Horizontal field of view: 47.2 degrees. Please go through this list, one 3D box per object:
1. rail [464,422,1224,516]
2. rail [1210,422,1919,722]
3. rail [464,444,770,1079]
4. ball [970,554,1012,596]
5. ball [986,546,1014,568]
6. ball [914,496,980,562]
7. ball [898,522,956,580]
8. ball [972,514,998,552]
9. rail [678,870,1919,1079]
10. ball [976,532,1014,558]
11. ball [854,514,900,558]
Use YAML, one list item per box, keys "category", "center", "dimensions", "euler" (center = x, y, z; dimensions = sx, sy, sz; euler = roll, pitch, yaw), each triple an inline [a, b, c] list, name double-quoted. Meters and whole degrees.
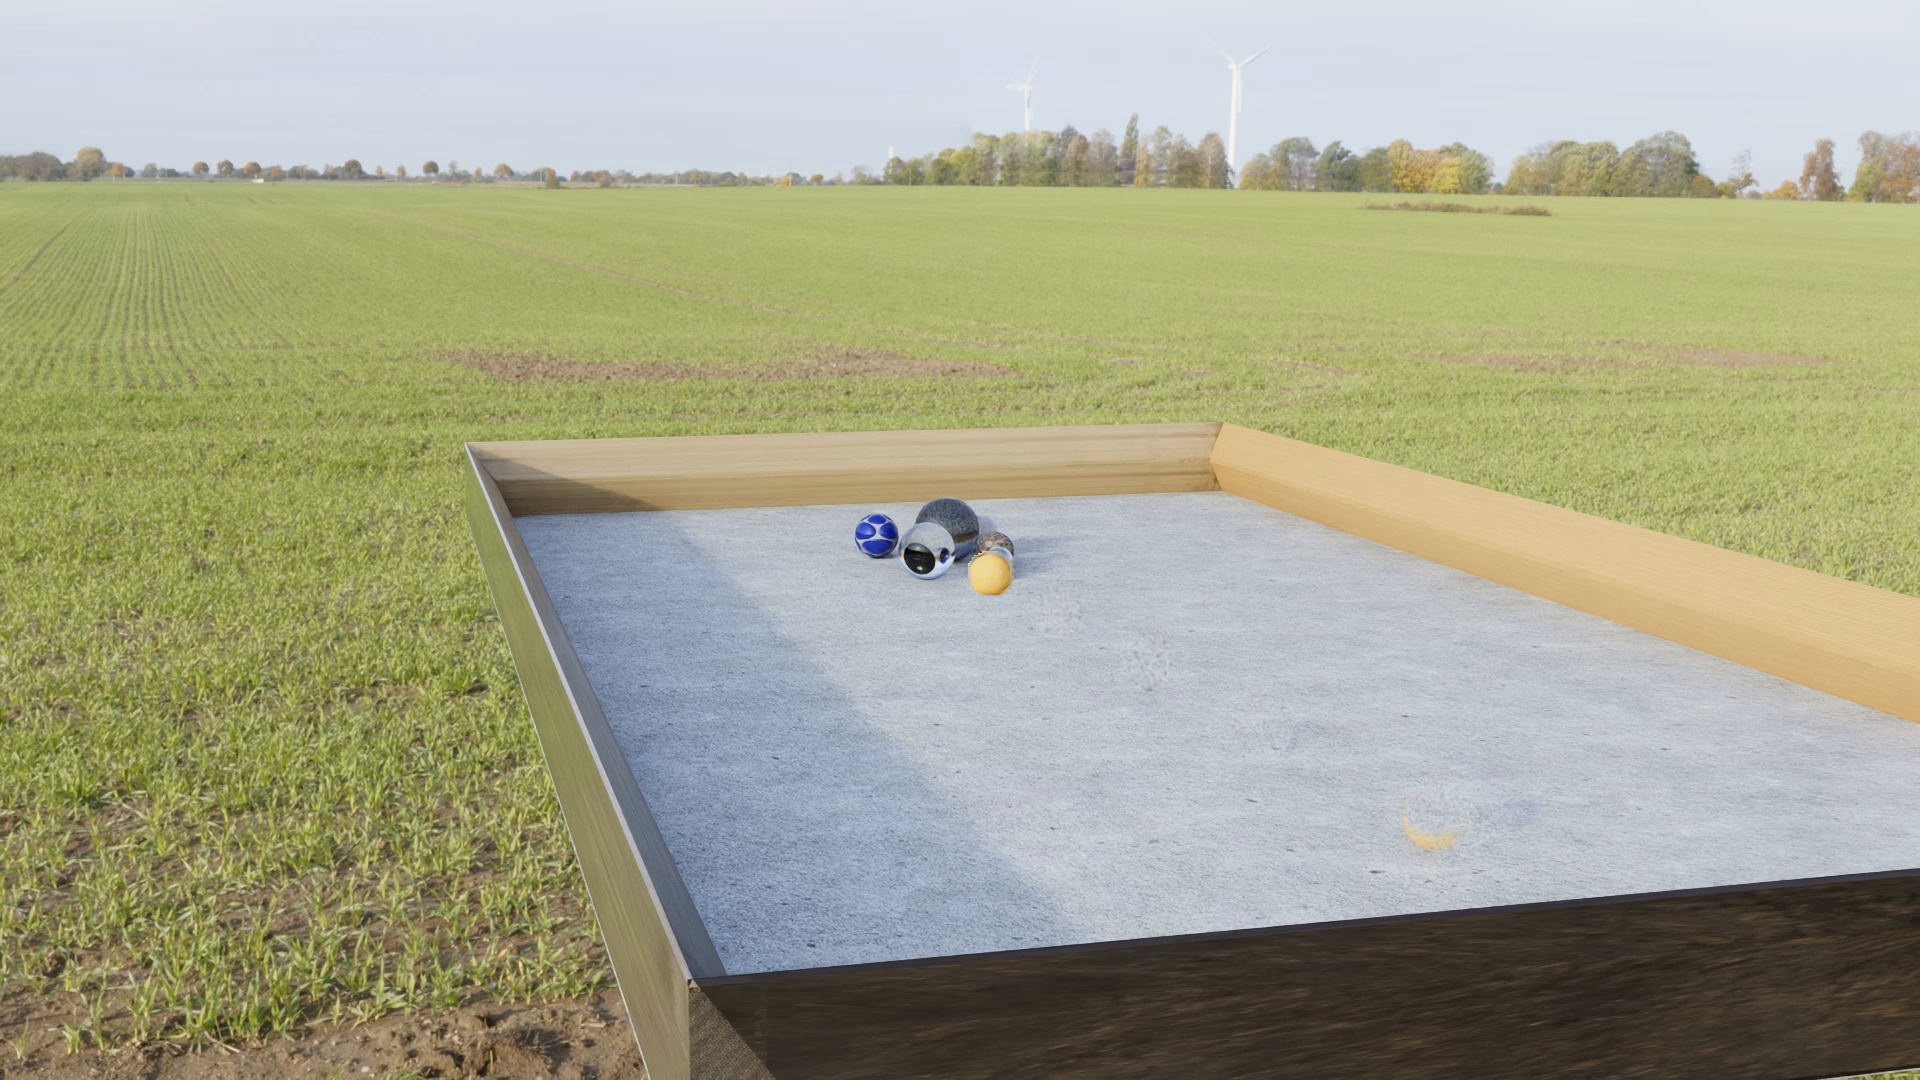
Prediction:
- category: "rail"
  center: [-0.167, -0.124, 3.847]
  dimensions: [1.364, 0.125, 0.045]
  euler: [-2, 9, -15]
- category: "rail"
  center: [0.809, 0.042, 2.761]
  dimensions: [0.045, 0.125, 2.674]
  euler: [-2, 9, -15]
- category: "rail"
  center: [-0.463, 0.094, 2.424]
  dimensions: [0.045, 0.125, 2.674]
  euler: [-2, 9, -15]
- category: "ball"
  center: [0.041, 0.047, 2.959]
  dimensions: [0.057, 0.057, 0.057]
  euler: [0, 9, 0]
- category: "ball"
  center: [0.053, 0.032, 3.099]
  dimensions: [0.045, 0.045, 0.045]
  euler: [0, 9, 0]
- category: "ball"
  center: [-0.019, -0.015, 3.237]
  dimensions: [0.096, 0.096, 0.096]
  euler: [0, 9, 0]
- category: "ball"
  center: [-0.046, 0.015, 3.091]
  dimensions: [0.081, 0.081, 0.081]
  euler: [0, 9, 0]
- category: "ball"
  center: [0.030, -0.010, 3.333]
  dimensions: [0.057, 0.057, 0.057]
  euler: [0, 9, 0]
- category: "rail"
  center: [0.513, 0.260, 1.339]
  dimensions: [1.364, 0.125, 0.045]
  euler: [-2, 9, -15]
- category: "ball"
  center: [0.051, 0.016, 3.175]
  dimensions: [0.054, 0.054, 0.054]
  euler: [0, 9, 0]
- category: "ball"
  center: [-0.124, -0.007, 3.280]
  dimensions: [0.067, 0.067, 0.067]
  euler: [0, 9, 0]
